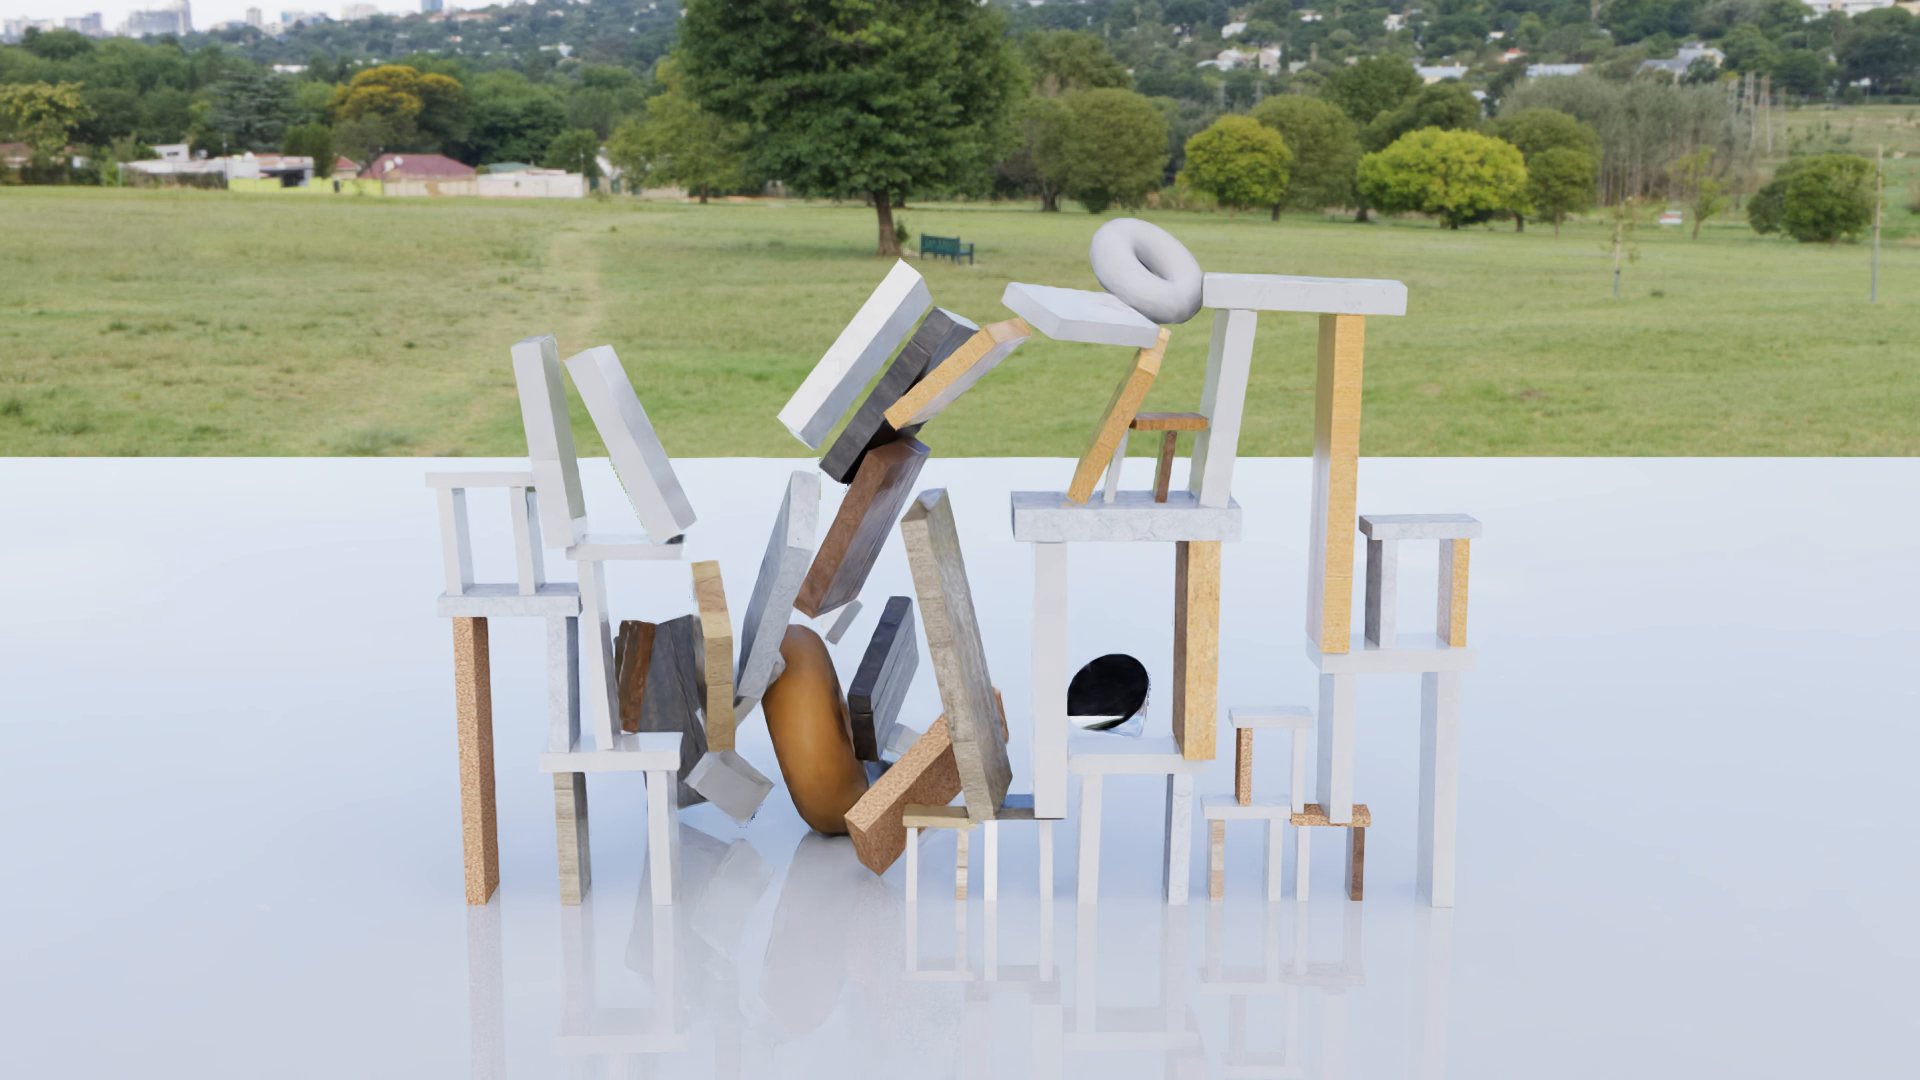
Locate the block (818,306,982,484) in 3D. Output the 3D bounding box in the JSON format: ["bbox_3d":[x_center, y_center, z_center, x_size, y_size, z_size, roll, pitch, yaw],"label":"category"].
[{"bbox_3d":[-0.087,-0.221,3.463,0.044,0.310,0.155,40,11,17],"label":"block"}]

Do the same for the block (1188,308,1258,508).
[{"bbox_3d":[0.418,-0.219,3.513,0.044,0.310,0.155,7,11,-3],"label":"block"}]

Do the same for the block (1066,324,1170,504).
[{"bbox_3d":[0.245,-0.193,3.408,0.033,0.291,0.115,24,44,-2],"label":"block"}]

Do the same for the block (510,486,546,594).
[{"bbox_3d":[-0.700,-0.006,3.561,0.025,0.175,0.087,-4,10,1],"label":"block"}]

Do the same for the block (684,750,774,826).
[{"bbox_3d":[-0.410,0.434,3.927,0.027,0.095,0.190,30,-12,35],"label":"block"}]

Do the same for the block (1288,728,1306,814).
[{"bbox_3d":[0.558,0.371,3.636,0.019,0.146,0.066,1,11,3],"label":"block"}]

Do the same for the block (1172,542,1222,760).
[{"bbox_3d":[0.385,0.161,3.588,0.051,0.358,0.179,0,11,-1],"label":"block"}]

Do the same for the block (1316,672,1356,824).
[{"bbox_3d":[0.616,0.324,3.604,0.035,0.250,0.125,0,11,-1],"label":"block"}]

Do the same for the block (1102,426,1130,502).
[{"bbox_3d":[0.250,-0.126,3.526,0.017,0.121,0.061,12,13,-1],"label":"block"}]

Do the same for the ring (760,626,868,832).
[{"bbox_3d":[-0.267,0.341,3.976,0.131,0.394,0.394,-17,11,-1],"label":"ring"}]

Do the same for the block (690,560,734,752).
[{"bbox_3d":[-0.415,0.198,3.693,0.045,0.320,0.160,-7,51,-11],"label":"block"}]

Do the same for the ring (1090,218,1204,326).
[{"bbox_3d":[0.299,-0.427,3.495,0.208,0.069,0.208,22,41,-21],"label":"ring"}]

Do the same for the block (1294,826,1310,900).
[{"bbox_3d":[0.567,0.527,3.654,0.018,0.130,0.065,0,11,3],"label":"block"}]

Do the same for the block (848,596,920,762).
[{"bbox_3d":[-0.136,0.247,3.960,0.042,0.148,0.295,4,35,14],"label":"block"}]

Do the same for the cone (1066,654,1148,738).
[{"bbox_3d":[0.268,0.286,3.592,0.146,0.146,0.146,8,-30,37],"label":"cone"}]

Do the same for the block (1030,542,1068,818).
[{"bbox_3d":[0.144,0.209,3.595,0.051,0.453,0.179,0,12,-1],"label":"block"}]

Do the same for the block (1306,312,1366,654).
[{"bbox_3d":[0.600,-0.100,3.526,0.044,0.541,0.155,1,11,-1],"label":"block"}]

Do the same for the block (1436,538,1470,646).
[{"bbox_3d":[0.800,0.077,3.569,0.025,0.177,0.089,-1,11,-3],"label":"block"}]

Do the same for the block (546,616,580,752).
[{"bbox_3d":[-0.649,0.224,3.599,0.032,0.226,0.113,1,10,0],"label":"block"}]

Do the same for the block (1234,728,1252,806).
[{"bbox_3d":[0.468,0.365,3.630,0.019,0.131,0.066,0,11,0],"label":"block"}]

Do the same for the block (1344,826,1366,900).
[{"bbox_3d":[0.656,0.527,3.654,0.018,0.130,0.065,0,11,0],"label":"block"}]

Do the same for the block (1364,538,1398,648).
[{"bbox_3d":[0.682,0.078,3.564,0.025,0.177,0.089,-1,11,-6],"label":"block"}]

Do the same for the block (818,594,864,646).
[{"bbox_3d":[-0.230,0.125,4.182,0.027,0.095,0.190,32,9,-17],"label":"block"}]

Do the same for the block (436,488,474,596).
[{"bbox_3d":[-0.817,-0.005,3.562,0.025,0.175,0.087,-3,10,1],"label":"block"}]

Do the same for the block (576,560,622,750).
[{"bbox_3d":[-0.590,0.179,3.598,0.026,0.314,0.093,-4,11,1],"label":"block"}]

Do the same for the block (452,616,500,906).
[{"bbox_3d":[-0.797,0.352,3.624,0.032,0.485,0.113,0,11,0],"label":"block"}]

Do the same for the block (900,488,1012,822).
[{"bbox_3d":[-0.002,0.186,3.536,0.042,0.522,0.148,-7,19,16],"label":"block"}]

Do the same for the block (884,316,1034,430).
[{"bbox_3d":[-0.003,-0.253,3.351,0.230,0.033,0.115,-38,-8,32],"label":"block"}]

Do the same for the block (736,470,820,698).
[{"bbox_3d":[-0.304,0.079,3.641,0.044,0.430,0.155,10,51,-11],"label":"block"}]

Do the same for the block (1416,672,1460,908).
[{"bbox_3d":[0.789,0.395,3.629,0.035,0.398,0.125,-1,11,0],"label":"block"}]

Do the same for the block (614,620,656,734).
[{"bbox_3d":[-0.560,0.230,3.722,0.026,0.185,0.093,13,-6,-31],"label":"block"}]

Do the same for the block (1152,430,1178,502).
[{"bbox_3d":[0.328,-0.126,3.527,0.017,0.122,0.061,7,14,-2],"label":"block"}]

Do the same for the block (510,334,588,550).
[{"bbox_3d":[-0.657,-0.161,3.531,0.045,0.326,0.160,-8,11,0],"label":"block"}]
